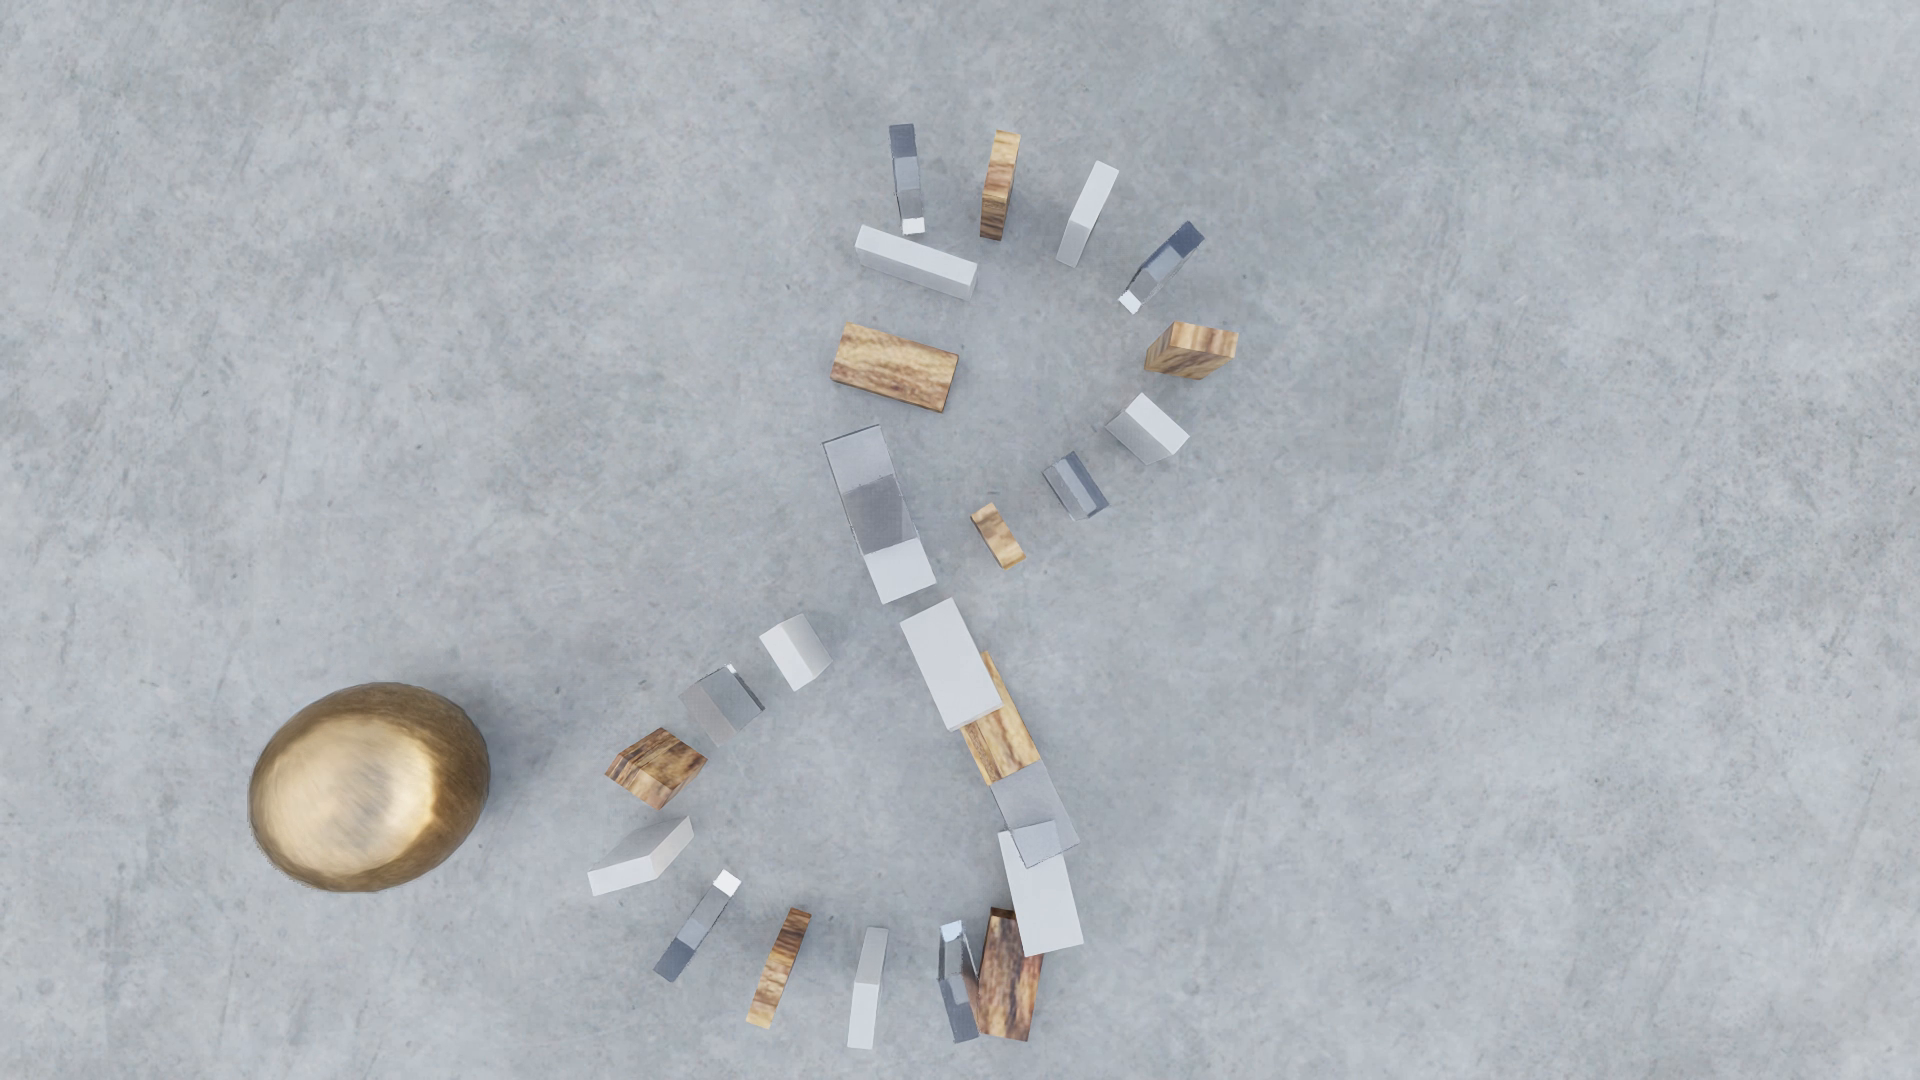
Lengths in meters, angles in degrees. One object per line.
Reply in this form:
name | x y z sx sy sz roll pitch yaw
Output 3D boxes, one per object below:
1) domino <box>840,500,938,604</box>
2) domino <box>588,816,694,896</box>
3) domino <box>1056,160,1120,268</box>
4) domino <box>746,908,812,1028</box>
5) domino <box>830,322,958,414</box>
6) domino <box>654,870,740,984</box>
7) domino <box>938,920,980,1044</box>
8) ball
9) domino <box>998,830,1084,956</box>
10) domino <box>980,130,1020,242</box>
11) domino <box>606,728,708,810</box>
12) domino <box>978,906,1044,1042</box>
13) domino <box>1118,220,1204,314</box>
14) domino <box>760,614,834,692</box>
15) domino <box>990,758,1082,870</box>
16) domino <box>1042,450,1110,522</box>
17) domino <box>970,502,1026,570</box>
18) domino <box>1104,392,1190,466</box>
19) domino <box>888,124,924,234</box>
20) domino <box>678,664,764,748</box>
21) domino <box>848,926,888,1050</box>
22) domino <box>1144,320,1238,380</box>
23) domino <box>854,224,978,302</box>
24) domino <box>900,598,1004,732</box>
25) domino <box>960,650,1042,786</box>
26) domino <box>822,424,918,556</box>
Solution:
domino | -0.031 0.000 0.395 0.025 0.009 0.050 -22 90 0
domino | -0.129 0.128 0.375 0.025 0.050 0.009 -16 90 0
domino | 0.051 -0.132 0.375 0.010 0.050 0.025 25 90 0
domino | -0.073 0.174 0.375 0.009 0.050 0.025 20 90 0
domino | -0.028 -0.074 0.395 0.050 0.010 0.025 17 90 0
domino | -0.106 0.157 0.375 0.010 0.050 0.025 35 90 0
domino | 0.000 0.179 0.375 0.009 0.050 0.025 -16 90 0
ball | -0.229 0.096 0.360 0.080 0.080 0.080 0 90 0
domino | 0.034 0.147 0.389 0.025 0.010 0.050 -13 75 0
domino | 0.016 -0.144 0.375 0.009 0.050 0.025 12 90 0
domino | -0.123 0.093 0.375 0.025 0.050 0.009 34 90 0
domino | 0.021 0.187 0.395 0.025 0.009 0.050 11 90 0
domino | 0.081 -0.110 0.375 0.025 0.050 0.009 -44 90 0
domino | -0.066 0.045 0.375 0.009 0.050 0.025 -33 90 0
domino | 0.029 0.110 0.389 0.025 0.010 0.050 -26 74 0
domino | 0.046 -0.021 0.375 0.010 0.050 0.025 -34 90 0
domino | 0.015 -0.001 0.375 0.009 0.050 0.025 -32 90 0
domino | 0.075 -0.045 0.375 0.025 0.050 0.010 42 90 0
domino | -0.021 -0.146 0.375 0.009 0.050 0.025 -6 90 0
domino | -0.096 0.067 0.375 0.010 0.050 0.025 -38 90 0
domino | -0.037 0.182 0.375 0.010 0.050 0.025 6 90 0
domino | 0.093 -0.077 0.375 0.025 0.050 0.010 11 90 0
domino | -0.018 -0.117 0.388 0.050 0.025 0.009 19 90 0
domino | -0.004 0.052 0.387 0.025 0.010 0.050 -26 69 0
domino | 0.012 0.075 0.389 0.025 0.010 0.050 -27 75 0
domino | -0.038 -0.021 0.386 0.025 0.009 0.050 -19 90 0
